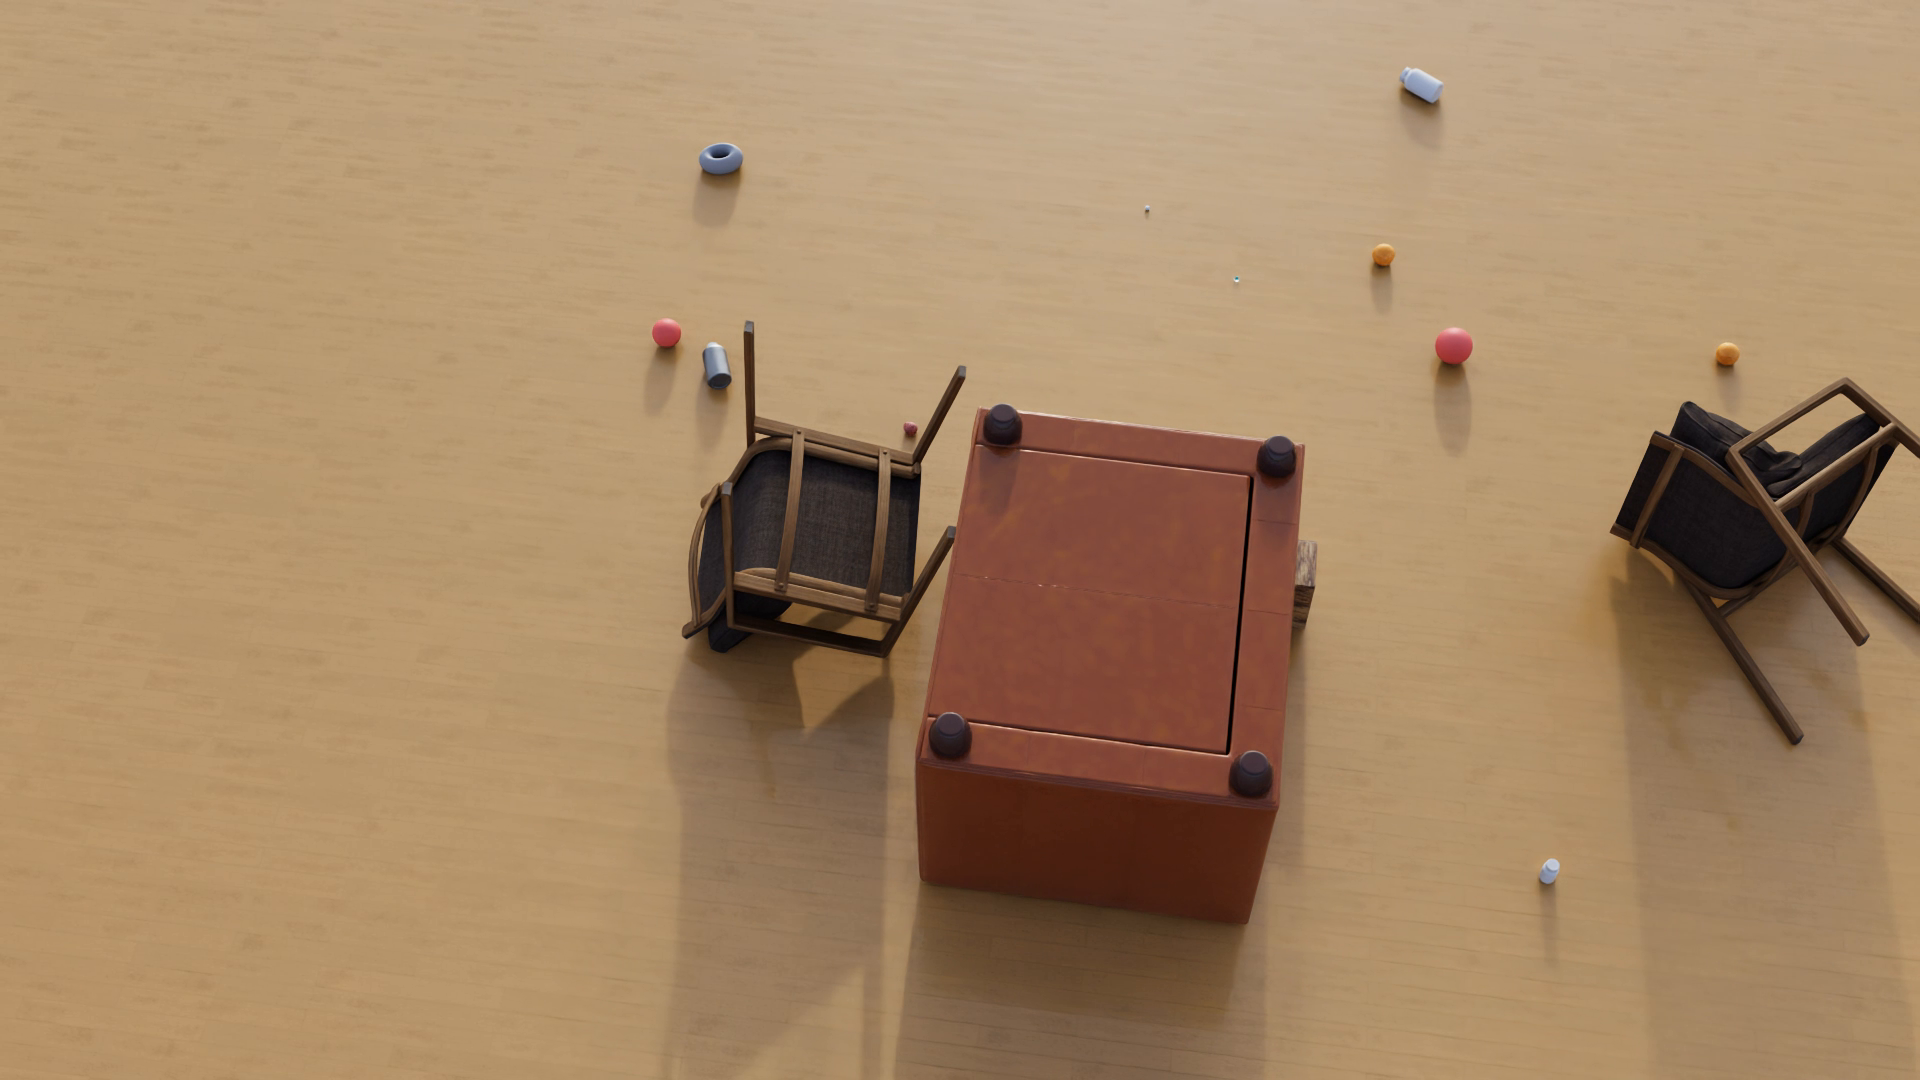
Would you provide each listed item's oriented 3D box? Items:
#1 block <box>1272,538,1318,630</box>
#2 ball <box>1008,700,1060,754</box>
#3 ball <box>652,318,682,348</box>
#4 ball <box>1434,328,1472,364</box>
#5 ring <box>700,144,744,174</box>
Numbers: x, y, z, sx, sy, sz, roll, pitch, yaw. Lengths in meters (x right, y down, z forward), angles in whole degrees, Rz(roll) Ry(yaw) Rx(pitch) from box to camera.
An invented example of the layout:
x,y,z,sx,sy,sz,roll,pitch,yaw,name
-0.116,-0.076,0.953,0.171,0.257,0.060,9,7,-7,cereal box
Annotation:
x,y,z,sx,sy,sz,roll,pitch,yaw,name
0.965,0.127,6.349,0.098,0.231,0.154,6,56,4,block
0.206,0.520,6.135,0.150,0.150,0.150,0,56,0,ball
-0.928,-0.656,6.959,0.092,0.092,0.092,0,56,0,ball
1.553,-0.610,6.913,0.116,0.116,0.116,0,56,0,ball
-0.802,-1.281,7.387,0.150,0.078,0.094,-7,64,0,ring
